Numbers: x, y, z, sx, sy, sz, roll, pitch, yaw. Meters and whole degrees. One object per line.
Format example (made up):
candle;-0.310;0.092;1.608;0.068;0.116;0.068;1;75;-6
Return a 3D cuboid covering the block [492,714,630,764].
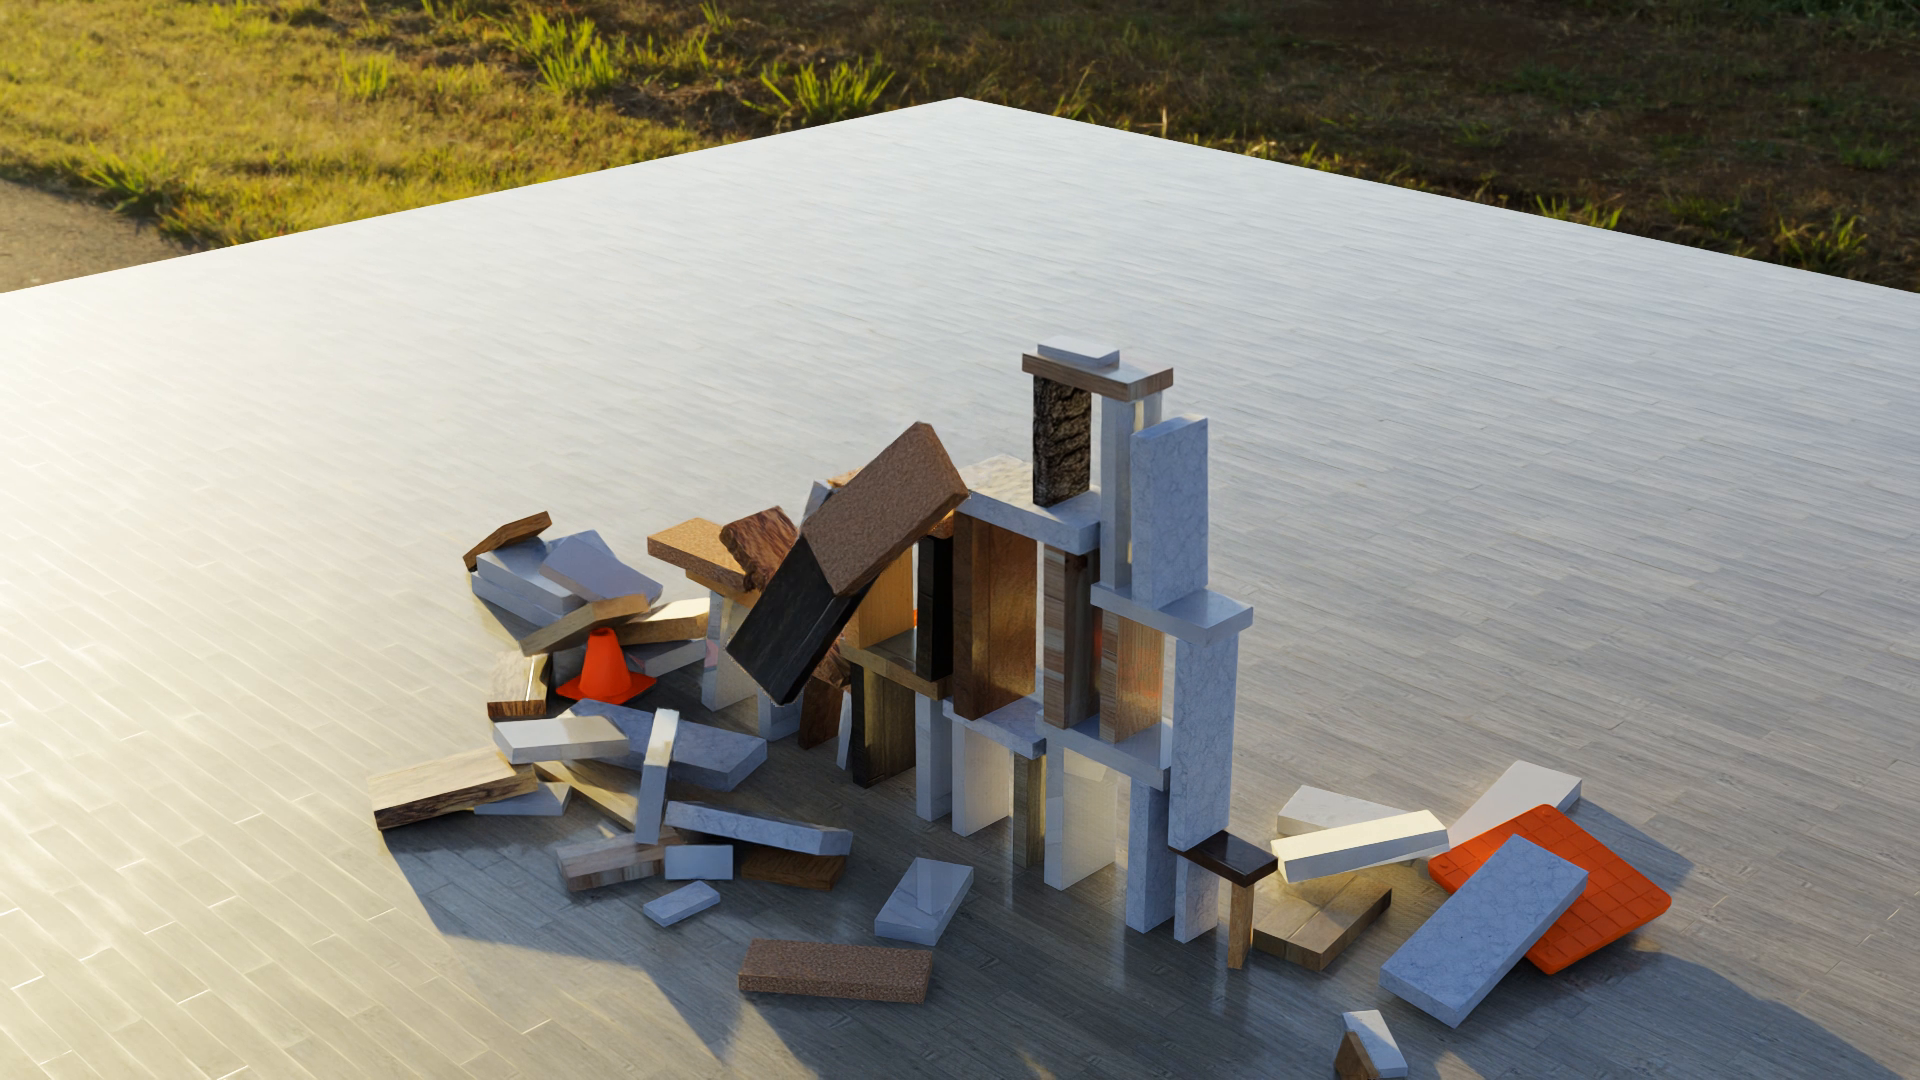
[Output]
block;-0.827;0.413;4.566;0.254;0.036;0.127;-2;20;-30

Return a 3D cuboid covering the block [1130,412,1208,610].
block;0.363;-0.049;3.805;0.044;0.311;0.156;17;28;42

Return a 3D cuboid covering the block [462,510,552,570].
block;-1.138;0.002;5.522;0.130;0.037;0.260;-22;-4;-39

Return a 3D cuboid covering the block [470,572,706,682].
block;-0.900;0.177;5.278;0.699;0.050;0.178;21;31;41

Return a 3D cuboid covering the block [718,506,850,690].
block;-0.320;0.116;4.599;0.150;0.042;0.429;-22;64;-41

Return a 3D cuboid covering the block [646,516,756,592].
block;-0.518;0.030;4.752;0.300;0.042;0.150;19;30;36

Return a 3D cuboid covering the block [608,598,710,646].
block;-0.625;0.180;4.978;0.178;0.050;0.356;-22;9;-41

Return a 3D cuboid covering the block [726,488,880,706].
block;-0.289;0.111;4.277;0.164;0.417;0.046;44;25;20

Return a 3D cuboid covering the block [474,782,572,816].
block;-0.891;0.527;4.485;0.181;0.026;0.090;1;23;2

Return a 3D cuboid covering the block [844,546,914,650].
block;-0.165;0.054;4.412;0.043;0.304;0.152;20;30;41

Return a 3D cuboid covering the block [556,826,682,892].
block;-0.655;0.617;4.264;0.232;0.033;0.116;-9;25;-20

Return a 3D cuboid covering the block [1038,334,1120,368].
block;0.208;-0.331;3.855;0.131;0.019;0.066;18;29;36

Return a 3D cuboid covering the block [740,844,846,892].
block;-0.321;0.631;4.242;0.181;0.026;0.090;7;24;16

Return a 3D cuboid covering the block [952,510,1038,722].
block;0.068;0.120;4.202;0.050;0.425;0.178;21;31;40

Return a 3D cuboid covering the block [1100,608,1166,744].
block;0.313;0.226;3.985;0.131;0.261;0.037;-21;31;-40

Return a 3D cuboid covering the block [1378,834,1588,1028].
block;0.941;0.693;3.937;0.156;0.044;0.441;28;46;34

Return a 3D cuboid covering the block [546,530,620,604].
block;-0.865;0.086;5.244;0.130;0.037;0.260;-17;53;-38

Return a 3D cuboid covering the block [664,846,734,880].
block;-0.500;0.619;4.218;0.130;0.065;0.018;0;-7;-1

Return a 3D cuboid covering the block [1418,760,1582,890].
block;1.079;0.568;4.371;0.139;0.039;0.484;16;28;32

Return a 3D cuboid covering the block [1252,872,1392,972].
block;0.672;0.697;4.069;0.139;0.039;0.277;16;28;34

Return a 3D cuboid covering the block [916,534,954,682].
block;-0.014;0.112;4.275;0.152;0.304;0.043;-21;33;-40

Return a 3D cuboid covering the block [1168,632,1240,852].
block;0.431;0.345;3.895;0.037;0.409;0.130;20;30;40

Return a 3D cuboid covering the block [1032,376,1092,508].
block;0.183;-0.191;3.950;0.034;0.243;0.122;19;30;39

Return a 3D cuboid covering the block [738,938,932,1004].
block;-0.220;0.766;3.914;0.329;0.033;0.116;3;23;7

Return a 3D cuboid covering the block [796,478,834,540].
block;-0.274;-0.038;4.321;0.072;0.145;0.021;33;26;31

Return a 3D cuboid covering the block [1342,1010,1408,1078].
block;0.701;0.854;3.725;0.066;0.019;0.162;-3;23;-7

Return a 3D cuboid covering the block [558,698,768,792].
block;-0.651;0.433;4.681;0.460;0.046;0.162;10;25;23

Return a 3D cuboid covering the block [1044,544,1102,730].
block;0.232;0.152;4.037;0.050;0.356;0.178;20;30;41

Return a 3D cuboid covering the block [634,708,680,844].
block;-0.604;0.468;4.388;0.046;0.162;0.323;8;14;-5

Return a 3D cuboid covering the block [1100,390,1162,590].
block;0.301;-0.096;3.866;0.121;0.352;0.034;-21;29;-40

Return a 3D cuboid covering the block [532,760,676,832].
block;-0.738;0.521;4.510;0.065;0.018;0.428;-21;31;-40

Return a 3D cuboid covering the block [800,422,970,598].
block;-0.144;-0.055;4.107;0.046;0.328;0.164;7;48;-55

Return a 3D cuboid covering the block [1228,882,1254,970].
block;0.506;0.669;3.953;0.026;0.181;0.090;7;24;17
